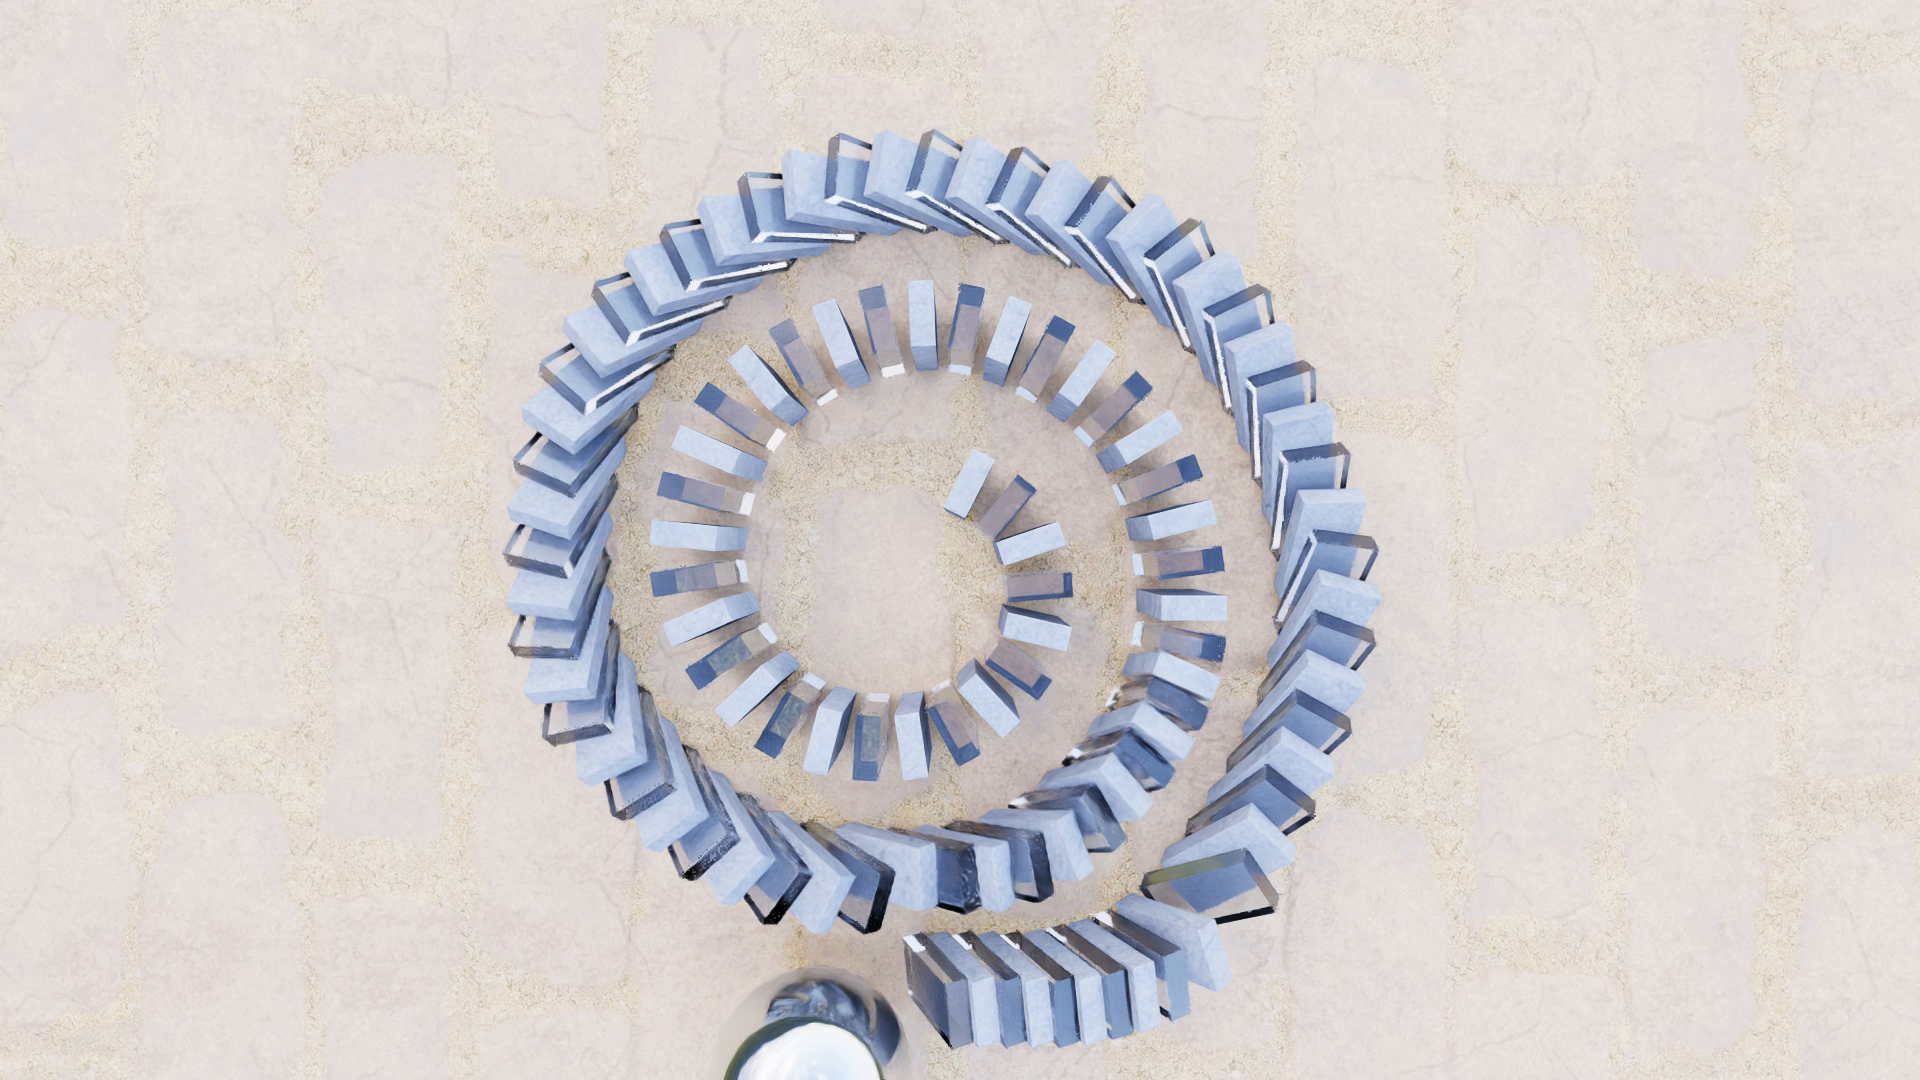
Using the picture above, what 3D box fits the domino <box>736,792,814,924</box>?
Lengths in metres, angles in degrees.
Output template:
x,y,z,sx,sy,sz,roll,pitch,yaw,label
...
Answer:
x,y,z,sx,sy,sz,roll,pitch,yaw,label
-0.085,0.131,0.381,0.050,0.010,0.025,36,91,38,domino

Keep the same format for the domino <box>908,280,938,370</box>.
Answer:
x,y,z,sx,sy,sz,roll,pitch,yaw,label
-0.015,-0.087,0.375,0.010,0.050,0.025,-2,90,0,domino

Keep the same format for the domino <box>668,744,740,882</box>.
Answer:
x,y,z,sx,sy,sz,roll,pitch,yaw,label
-0.113,0.112,0.381,0.025,0.010,0.050,-42,52,0,domino

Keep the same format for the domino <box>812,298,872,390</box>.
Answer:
x,y,z,sx,sy,sz,roll,pitch,yaw,label
-0.048,-0.079,0.375,0.010,0.050,0.025,-22,90,0,domino

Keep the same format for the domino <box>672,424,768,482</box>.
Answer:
x,y,z,sx,sy,sz,roll,pitch,yaw,label
-0.097,-0.035,0.375,0.025,0.050,0.009,24,90,0,domino

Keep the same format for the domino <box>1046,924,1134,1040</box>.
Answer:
x,y,z,sx,sy,sz,roll,pitch,yaw,label
0.052,0.179,0.375,0.009,0.050,0.025,-6,90,-23,domino

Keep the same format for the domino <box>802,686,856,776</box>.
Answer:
x,y,z,sx,sy,sz,roll,pitch,yaw,label
-0.053,0.077,0.375,0.009,0.050,0.025,14,90,0,domino

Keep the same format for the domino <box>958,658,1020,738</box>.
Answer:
x,y,z,sx,sy,sz,roll,pitch,yaw,label
0.011,0.063,0.375,0.009,0.050,0.025,-43,90,0,domino

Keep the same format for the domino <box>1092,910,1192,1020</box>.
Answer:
x,y,z,sx,sy,sz,roll,pitch,yaw,label
0.073,0.173,0.375,0.010,0.050,0.025,-8,90,-25,domino

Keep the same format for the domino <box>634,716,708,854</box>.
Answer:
x,y,z,sx,sy,sz,roll,pitch,yaw,label
-0.125,0.101,0.381,0.025,0.010,0.050,-37,53,0,domino

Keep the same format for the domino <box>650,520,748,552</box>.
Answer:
x,y,z,sx,sy,sz,roll,pitch,yaw,label
-0.106,-0.002,0.375,0.025,0.050,0.010,6,90,0,domino

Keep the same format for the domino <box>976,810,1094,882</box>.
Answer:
x,y,z,sx,sy,sz,roll,pitch,yaw,label
0.030,0.125,0.378,0.010,0.050,0.025,-19,90,-41,domino

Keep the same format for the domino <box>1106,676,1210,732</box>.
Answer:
x,y,z,sx,sy,sz,roll,pitch,yaw,label
0.079,0.068,0.375,0.025,0.050,0.010,31,74,0,domino

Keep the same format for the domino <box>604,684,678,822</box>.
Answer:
x,y,z,sx,sy,sz,roll,pitch,yaw,label
-0.136,0.088,0.381,0.025,0.010,0.050,-32,53,0,domino

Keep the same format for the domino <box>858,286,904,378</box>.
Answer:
x,y,z,sx,sy,sz,roll,pitch,yaw,label
-0.031,-0.084,0.375,0.010,0.050,0.025,-13,90,0,domino

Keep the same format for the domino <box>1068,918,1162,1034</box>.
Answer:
x,y,z,sx,sy,sz,roll,pitch,yaw,label
0.062,0.177,0.375,0.009,0.050,0.025,-7,90,-23,domino

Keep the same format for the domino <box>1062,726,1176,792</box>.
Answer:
x,y,z,sx,sy,sz,roll,pitch,yaw,label
0.064,0.093,0.376,0.025,0.050,0.009,43,61,0,domino

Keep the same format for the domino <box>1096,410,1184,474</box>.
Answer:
x,y,z,sx,sy,sz,roll,pitch,yaw,label
0.072,-0.039,0.375,0.025,0.050,0.009,-31,90,0,domino

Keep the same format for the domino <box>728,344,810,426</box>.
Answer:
x,y,z,sx,sy,sz,roll,pitch,yaw,label
-0.077,-0.062,0.375,0.009,0.050,0.025,-40,90,0,domino

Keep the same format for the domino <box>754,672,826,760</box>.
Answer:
x,y,z,sx,sy,sz,roll,pitch,yaw,label
-0.068,0.071,0.375,0.010,0.050,0.025,30,90,0,domino

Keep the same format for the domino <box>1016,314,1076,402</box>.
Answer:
x,y,z,sx,sy,sz,roll,pitch,yaw,label
0.034,-0.073,0.375,0.010,0.050,0.025,28,90,0,domino

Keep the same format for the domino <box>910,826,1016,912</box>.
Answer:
x,y,z,sx,sy,sz,roll,pitch,yaw,label
0.000,0.135,0.379,0.050,0.010,0.025,-7,90,44,domino

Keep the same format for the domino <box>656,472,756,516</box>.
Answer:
x,y,z,sx,sy,sz,roll,pitch,yaw,label
-0.103,-0.019,0.375,0.025,0.050,0.009,15,90,0,domino

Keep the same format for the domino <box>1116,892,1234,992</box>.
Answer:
x,y,z,sx,sy,sz,roll,pitch,yaw,label
0.087,0.164,0.376,0.010,0.050,0.025,-19,92,-31,domino

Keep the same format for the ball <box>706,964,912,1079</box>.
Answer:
x,y,z,sx,sy,sz,roll,pitch,yaw,label
-0.059,0.211,0.360,0.080,0.080,0.080,0,90,0,ball

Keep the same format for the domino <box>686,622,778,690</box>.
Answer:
x,y,z,sx,sy,sz,roll,pitch,yaw,label
-0.092,0.047,0.375,0.025,0.050,0.010,-34,90,0,domino

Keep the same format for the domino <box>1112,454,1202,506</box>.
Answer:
x,y,z,sx,sy,sz,roll,pitch,yaw,label
0.080,-0.024,0.375,0.025,0.050,0.009,-22,90,0,domino

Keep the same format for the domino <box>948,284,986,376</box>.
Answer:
x,y,z,sx,sy,sz,roll,pitch,yaw,label
0.002,-0.085,0.375,0.009,0.050,0.025,12,90,0,domino

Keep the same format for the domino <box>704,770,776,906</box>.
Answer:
x,y,z,sx,sy,sz,roll,pitch,yaw,label
-0.099,0.123,0.381,0.025,0.010,0.050,-48,52,0,domino

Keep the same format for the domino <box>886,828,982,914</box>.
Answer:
x,y,z,sx,sy,sz,roll,pitch,yaw,label
-0.014,0.136,0.379,0.050,0.010,0.025,-7,90,44,domino

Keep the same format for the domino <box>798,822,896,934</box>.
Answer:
x,y,z,sx,sy,sz,roll,pitch,yaw,label
-0.050,0.139,0.381,0.050,0.010,0.025,15,90,39,domino

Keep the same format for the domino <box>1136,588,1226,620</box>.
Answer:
x,y,z,sx,sy,sz,roll,pitch,yaw,label
0.089,0.026,0.375,0.025,0.050,0.009,0,90,0,domino

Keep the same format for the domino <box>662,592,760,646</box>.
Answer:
x,y,z,sx,sy,sz,roll,pitch,yaw,label
-0.101,0.032,0.375,0.025,0.050,0.009,-24,90,0,domino

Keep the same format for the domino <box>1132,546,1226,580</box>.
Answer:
x,y,z,sx,sy,sz,roll,pitch,yaw,label
0.088,0.009,0.375,0.025,0.050,0.009,-8,90,0,domino

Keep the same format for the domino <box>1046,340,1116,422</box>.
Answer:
x,y,z,sx,sy,sz,roll,pitch,yaw,label
0.049,-0.064,0.375,0.010,0.050,0.025,36,90,0,domino

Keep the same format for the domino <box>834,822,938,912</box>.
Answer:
x,y,z,sx,sy,sz,roll,pitch,yaw,label
-0.031,0.135,0.380,0.050,0.009,0.025,-3,90,41,domino

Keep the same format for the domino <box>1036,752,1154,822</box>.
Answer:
x,y,z,sx,sy,sz,roll,pitch,yaw,label
0.054,0.104,0.377,0.025,0.050,0.009,50,56,0,domino

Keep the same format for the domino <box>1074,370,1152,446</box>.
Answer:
x,y,z,sx,sy,sz,roll,pitch,yaw,label
0.062,-0.053,0.375,0.025,0.050,0.009,-44,90,0,domino

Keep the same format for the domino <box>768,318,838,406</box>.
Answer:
x,y,z,sx,sy,sz,roll,pitch,yaw,label
-0.063,-0.072,0.375,0.010,0.050,0.025,-30,90,0,domino

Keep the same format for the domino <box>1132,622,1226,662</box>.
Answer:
x,y,z,sx,sy,sz,roll,pitch,yaw,label
0.088,0.041,0.375,0.025,0.050,0.010,11,86,0,domino

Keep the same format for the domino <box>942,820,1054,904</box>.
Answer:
x,y,z,sx,sy,sz,roll,pitch,yaw,label
0.015,0.132,0.379,0.009,0.050,0.025,-10,90,-43,domino

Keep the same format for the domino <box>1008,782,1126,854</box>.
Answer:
x,y,z,sx,sy,sz,roll,pitch,yaw,label
0.043,0.116,0.377,0.010,0.050,0.025,-30,90,-38,domino

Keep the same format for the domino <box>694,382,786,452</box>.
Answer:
x,y,z,sx,sy,sz,roll,pitch,yaw,label
-0.089,-0.050,0.375,0.025,0.050,0.009,35,90,0,domino

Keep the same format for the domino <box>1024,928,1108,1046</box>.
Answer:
x,y,z,sx,sy,sz,roll,pitch,yaw,label
0.042,0.182,0.375,0.010,0.050,0.025,-6,90,-22,domino

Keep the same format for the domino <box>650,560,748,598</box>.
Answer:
x,y,z,sx,sy,sz,roll,pitch,yaw,label
-0.106,0.015,0.375,0.025,0.050,0.009,-9,90,0,domino

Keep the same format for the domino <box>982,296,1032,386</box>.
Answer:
x,y,z,sx,sy,sz,roll,pitch,yaw,label
0.019,-0.080,0.375,0.010,0.050,0.025,21,90,0,domino

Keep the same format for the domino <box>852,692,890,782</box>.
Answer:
x,y,z,sx,sy,sz,roll,pitch,yaw,label
-0.036,0.080,0.375,0.010,0.050,0.025,3,90,0,domino

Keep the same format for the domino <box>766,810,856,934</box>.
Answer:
x,y,z,sx,sy,sz,roll,pitch,yaw,label
-0.068,0.137,0.381,0.050,0.009,0.025,26,90,38,domino

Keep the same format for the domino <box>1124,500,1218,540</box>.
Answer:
x,y,z,sx,sy,sz,roll,pitch,yaw,label
0.085,-0.008,0.375,0.025,0.050,0.009,-14,90,0,domino

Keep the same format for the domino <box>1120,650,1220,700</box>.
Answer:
x,y,z,sx,sy,sz,roll,pitch,yaw,label
0.085,0.056,0.375,0.025,0.050,0.009,24,80,0,domino

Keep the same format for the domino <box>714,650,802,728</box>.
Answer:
x,y,z,sx,sy,sz,roll,pitch,yaw,label
-0.082,0.060,0.375,0.025,0.050,0.009,-44,90,0,domino

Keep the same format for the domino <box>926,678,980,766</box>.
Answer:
x,y,z,sx,sy,sz,roll,pitch,yaw,label
-0.003,0.074,0.375,0.009,0.050,0.025,-29,90,0,domino

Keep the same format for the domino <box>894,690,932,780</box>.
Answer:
x,y,z,sx,sy,sz,roll,pitch,yaw,label
-0.019,0.079,0.375,0.009,0.050,0.025,-8,90,0,domino

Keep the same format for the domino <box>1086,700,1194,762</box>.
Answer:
x,y,z,sx,sy,sz,roll,pitch,yaw,label
0.072,0.081,0.375,0.025,0.050,0.010,37,67,0,domino
